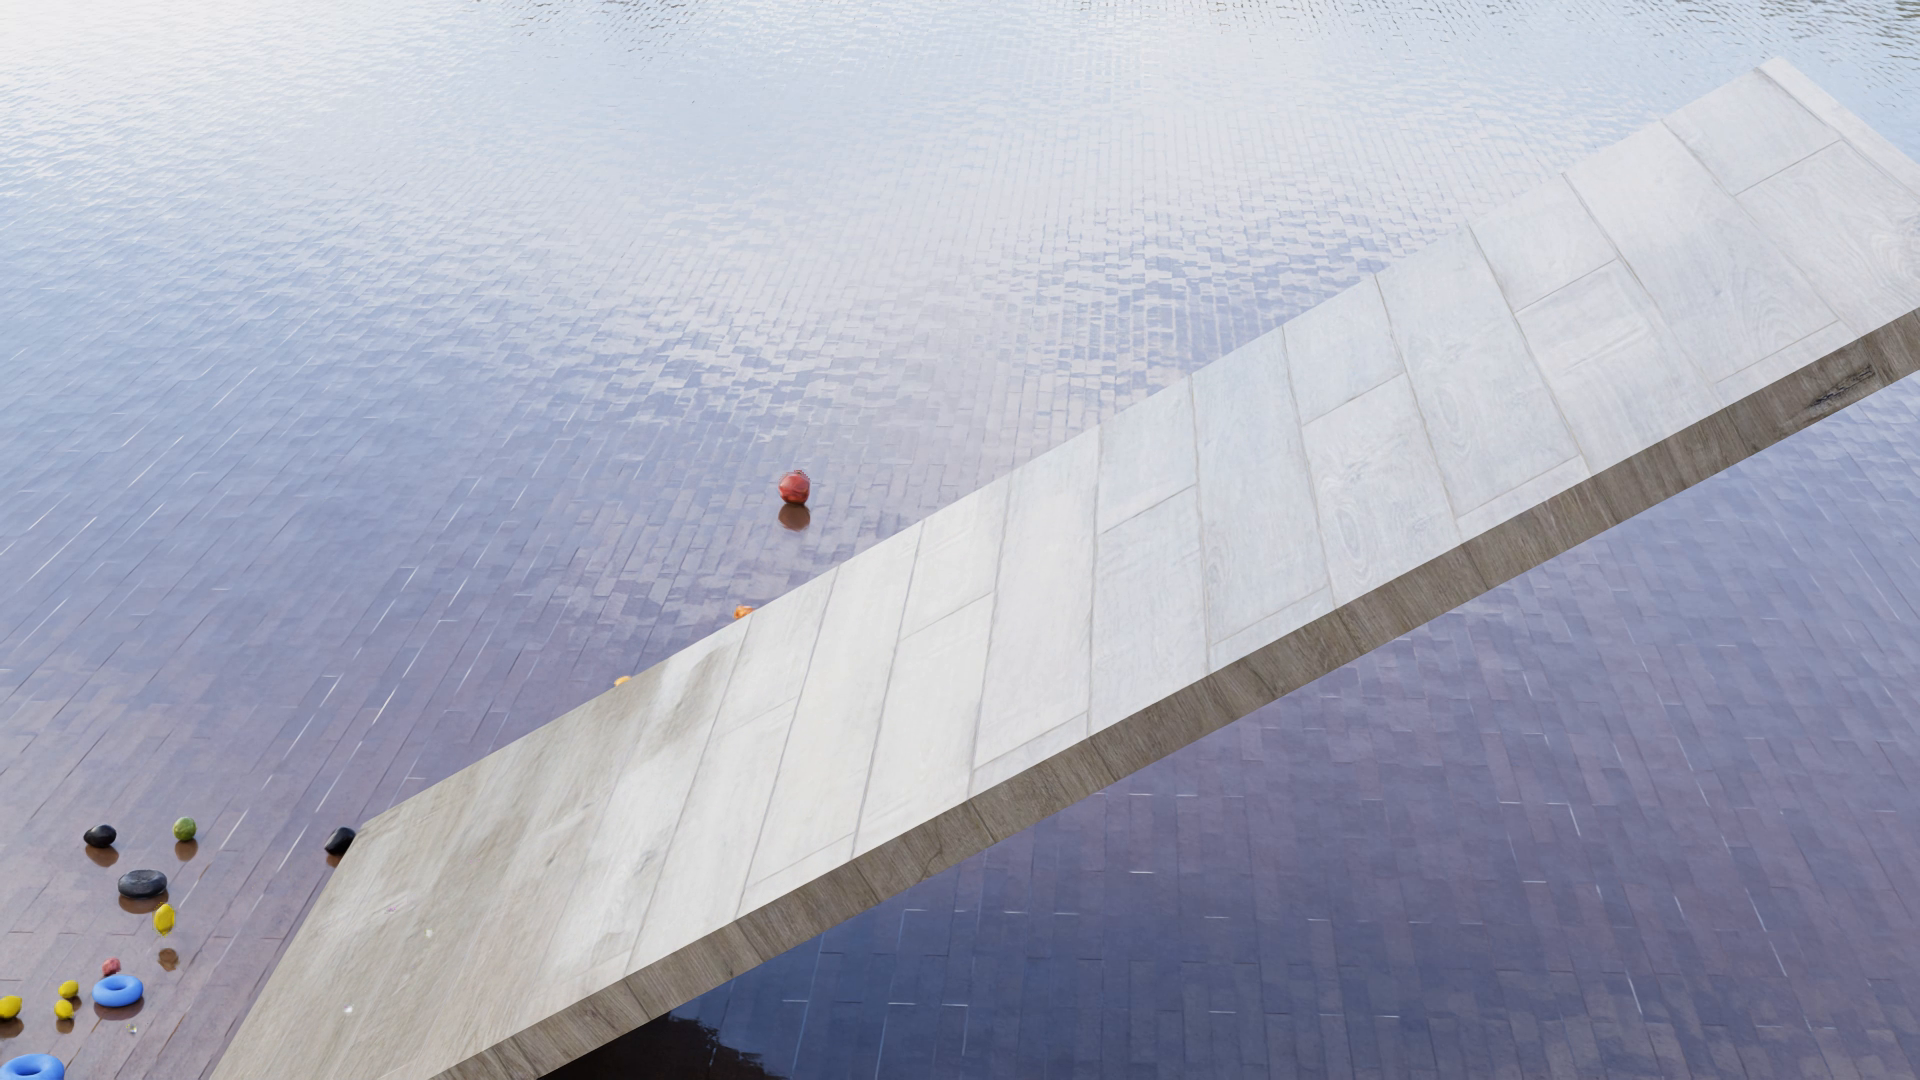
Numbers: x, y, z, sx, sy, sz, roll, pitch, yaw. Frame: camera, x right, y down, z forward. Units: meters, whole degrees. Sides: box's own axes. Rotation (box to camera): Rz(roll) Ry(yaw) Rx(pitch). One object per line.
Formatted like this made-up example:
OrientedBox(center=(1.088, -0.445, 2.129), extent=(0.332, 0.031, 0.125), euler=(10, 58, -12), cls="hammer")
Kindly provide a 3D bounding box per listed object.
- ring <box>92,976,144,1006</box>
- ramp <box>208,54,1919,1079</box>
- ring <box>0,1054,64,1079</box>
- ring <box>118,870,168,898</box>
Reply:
OrientedBox(center=(-1.974, 1.057, 6.894), extent=(0.116, 0.039, 0.116), euler=(1, 20, 0), cls="ring")
OrientedBox(center=(0.142, 0.168, 6.285), extent=(4.000, 0.100, 2.000), euler=(-28, 15, 12), cls="ramp")
OrientedBox(center=(-2.054, 1.184, 6.502), extent=(0.145, 0.048, 0.145), euler=(0, 20, 0), cls="ring")
OrientedBox(center=(-2.069, 0.870, 7.444), extent=(0.123, 0.041, 0.123), euler=(1, 18, 0), cls="ring")
